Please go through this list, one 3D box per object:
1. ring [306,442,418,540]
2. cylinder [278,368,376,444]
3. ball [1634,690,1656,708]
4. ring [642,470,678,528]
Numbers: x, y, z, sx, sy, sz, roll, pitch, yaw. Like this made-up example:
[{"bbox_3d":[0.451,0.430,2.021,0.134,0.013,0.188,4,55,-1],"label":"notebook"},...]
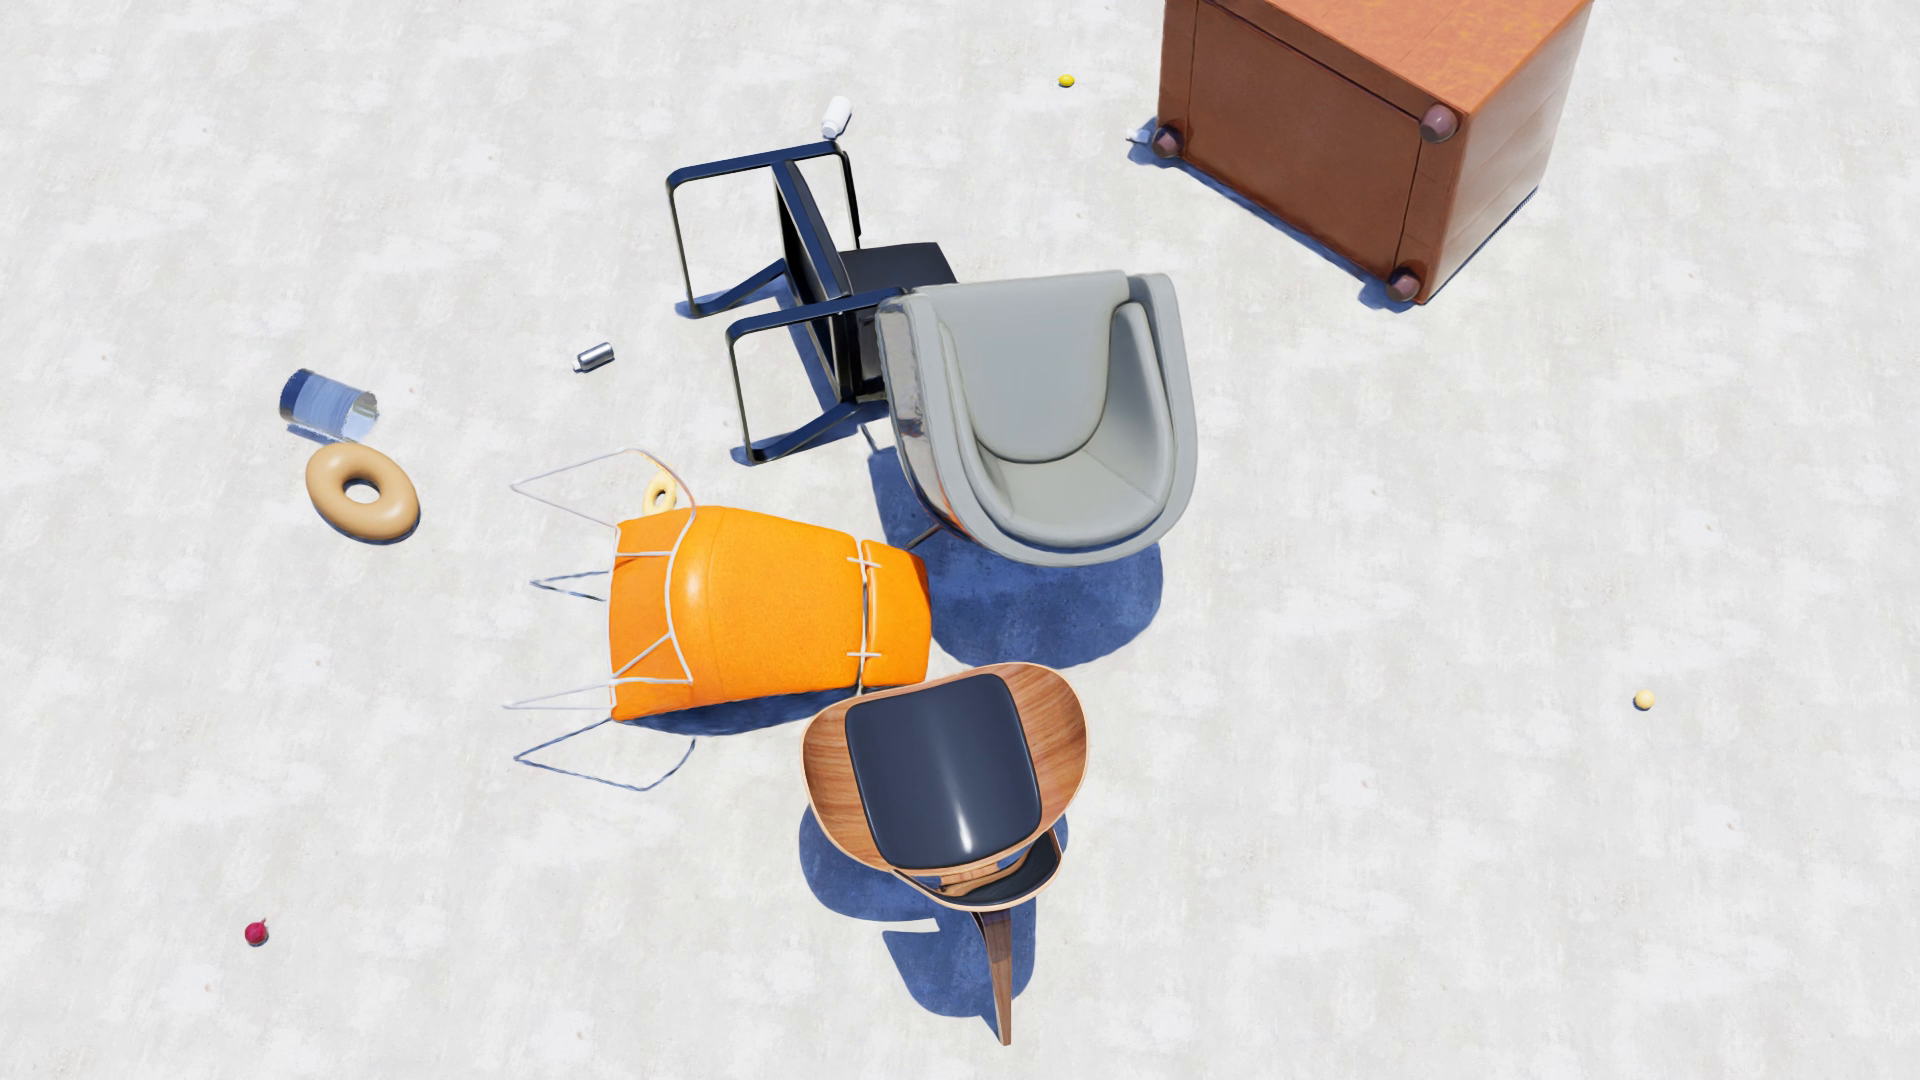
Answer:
[{"bbox_3d":[-1.799,-0.149,6.612,0.413,0.104,0.266,36,64,21],"label":"ring"},{"bbox_3d":[-1.938,-0.409,6.747,0.230,0.169,0.178,20,65,13],"label":"cylinder"},{"bbox_3d":[1.943,0.451,6.238,0.055,0.055,0.055,0,56,0],"label":"ball"},{"bbox_3d":[-0.904,-0.124,6.624,0.095,0.057,0.213,7,56,7],"label":"ring"}]
